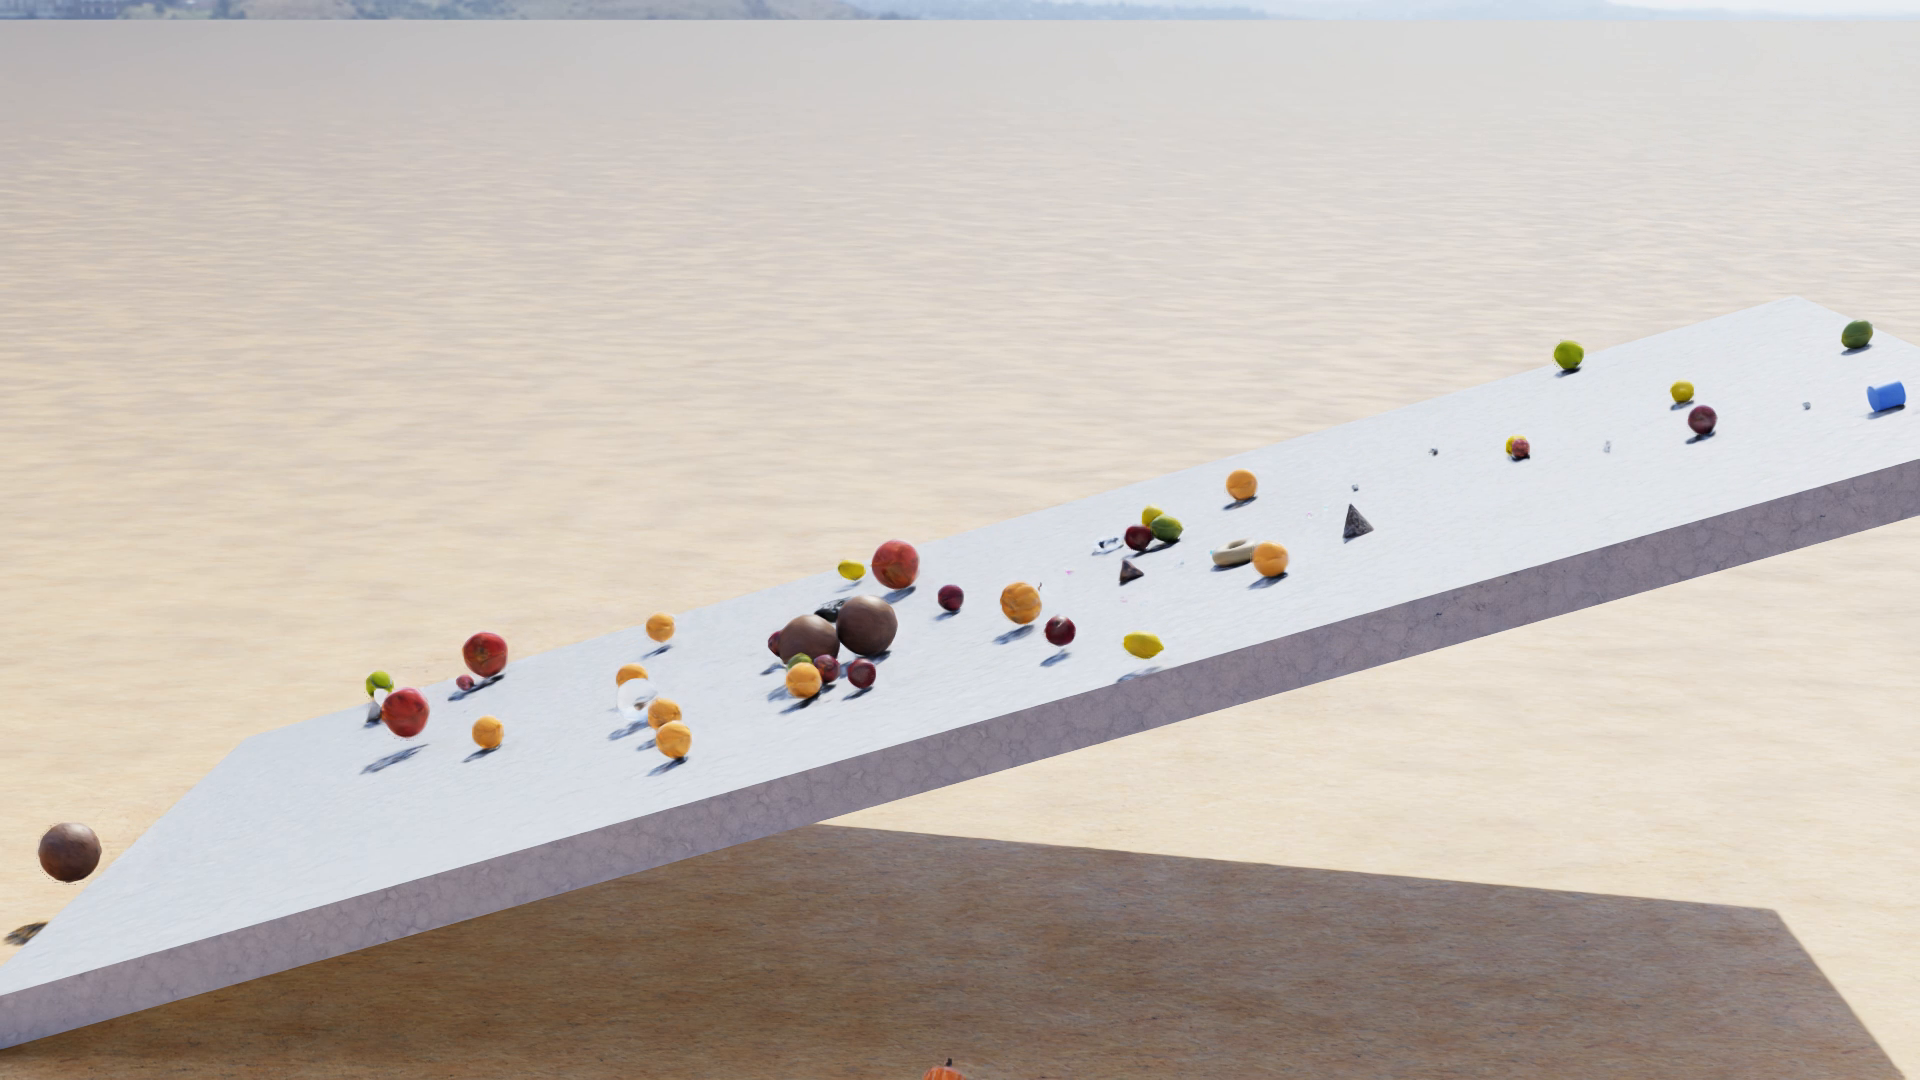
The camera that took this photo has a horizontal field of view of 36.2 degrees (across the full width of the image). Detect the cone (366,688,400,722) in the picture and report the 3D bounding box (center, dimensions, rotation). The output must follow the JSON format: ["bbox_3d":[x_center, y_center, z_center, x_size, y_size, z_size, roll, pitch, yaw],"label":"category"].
[{"bbox_3d":[-1.418,0.419,7.150,0.082,0.082,0.082,-42,-2,19],"label":"cone"}]

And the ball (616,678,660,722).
[{"bbox_3d":[-0.680,0.338,6.200,0.094,0.094,0.094,0,11,0],"label":"ball"}]

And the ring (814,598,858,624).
[{"bbox_3d":[-0.282,0.161,6.692,0.105,0.035,0.105,-16,11,3],"label":"ring"}]

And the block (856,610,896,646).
[{"bbox_3d":[-0.178,0.190,6.297,0.055,0.055,0.055,-11,11,28],"label":"block"}]

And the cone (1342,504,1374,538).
[{"bbox_3d":[0.796,-0.046,5.942,0.067,0.067,0.067,-16,10,3],"label":"cone"}]

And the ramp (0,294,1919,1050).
[{"bbox_3d":[0.091,0.187,6.320,4.000,0.100,2.000,-16,10,5],"label":"ramp"}]

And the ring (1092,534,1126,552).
[{"bbox_3d":[0.332,0.006,6.553,0.076,0.025,0.076,-16,11,3],"label":"ring"}]

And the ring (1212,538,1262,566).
[{"bbox_3d":[0.567,0.025,6.027,0.104,0.035,0.104,-17,11,3],"label":"ring"}]

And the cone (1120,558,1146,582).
[{"bbox_3d":[0.364,0.068,6.161,0.052,0.052,0.052,12,12,6],"label":"cone"}]

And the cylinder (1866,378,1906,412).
[{"bbox_3d":[1.776,-0.279,5.639,0.053,0.053,0.053,-18,13,-5],"label":"cylinder"}]
